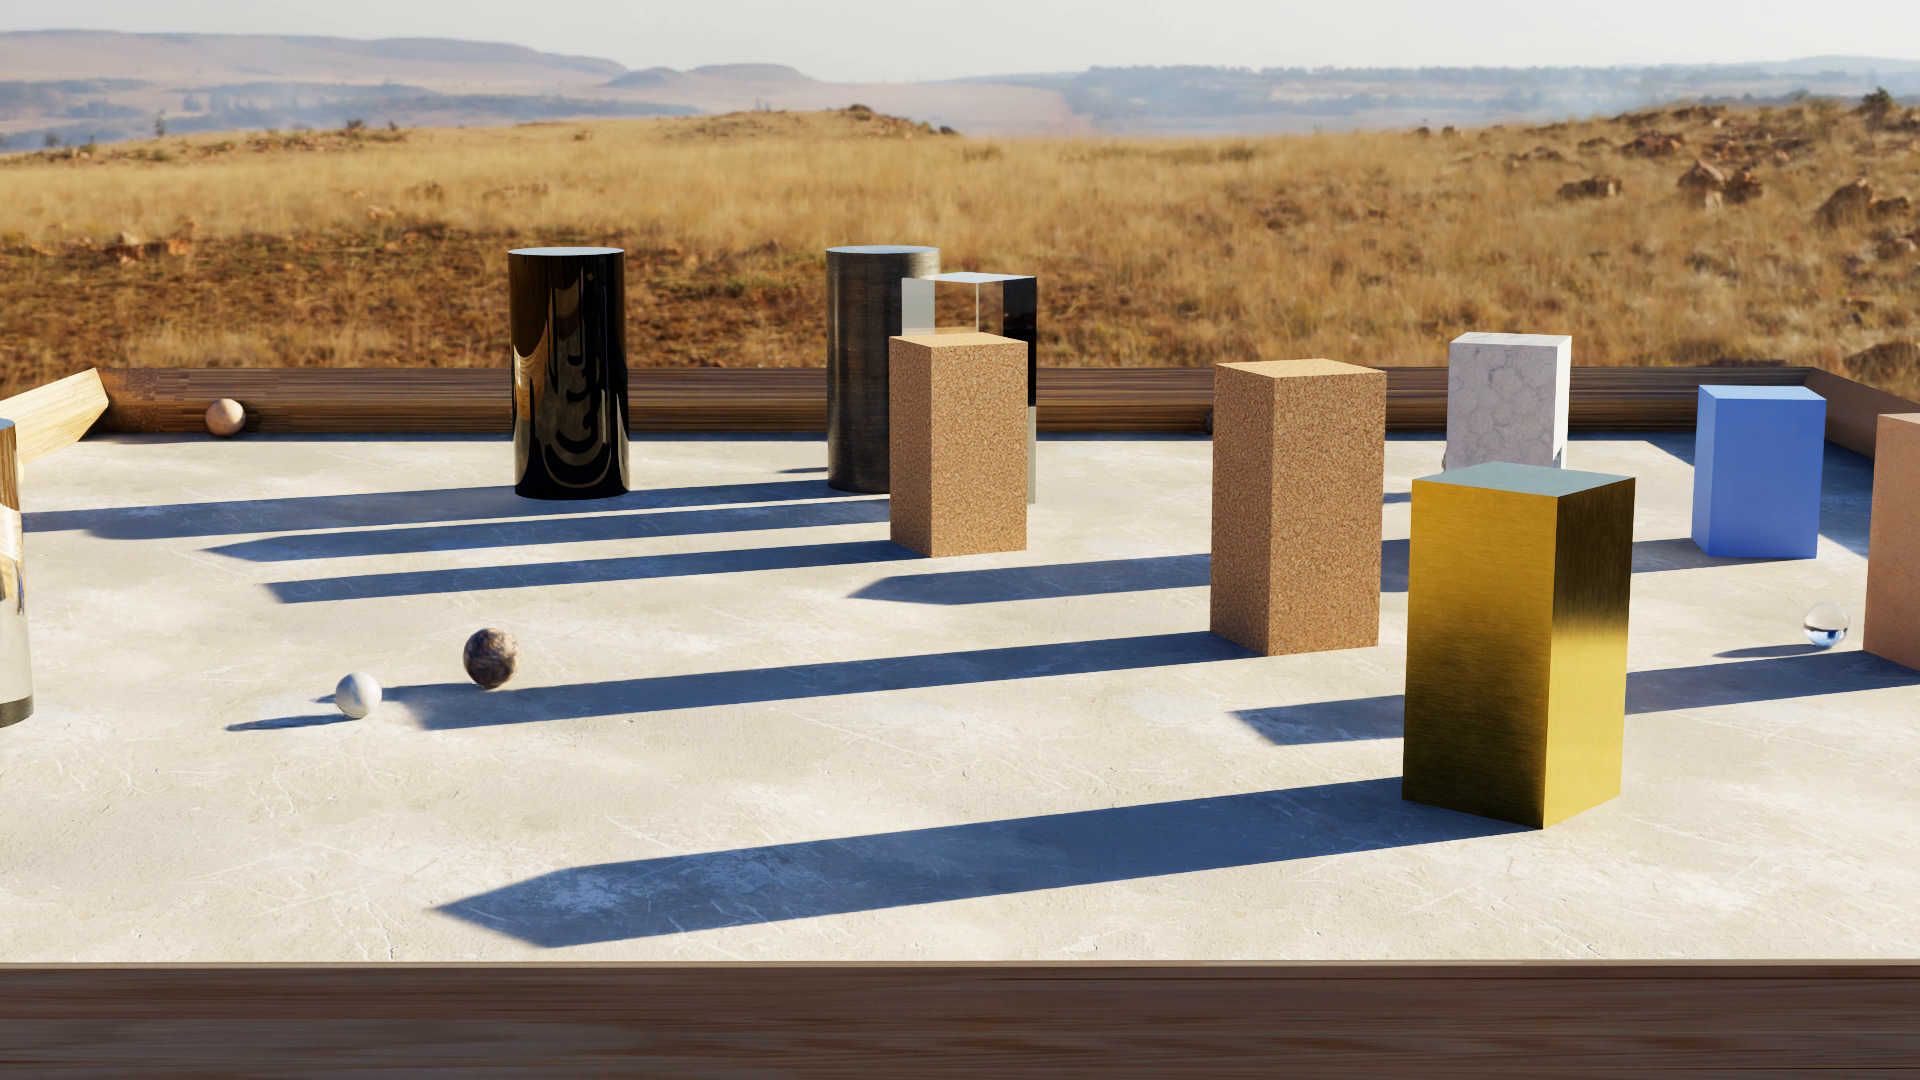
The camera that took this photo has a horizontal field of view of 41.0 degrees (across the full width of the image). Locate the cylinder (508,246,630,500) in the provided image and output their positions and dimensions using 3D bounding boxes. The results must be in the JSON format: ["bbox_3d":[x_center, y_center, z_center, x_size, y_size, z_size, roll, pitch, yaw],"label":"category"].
[{"bbox_3d":[-0.671,-0.289,4.409,0.198,0.414,0.198,0,10,0],"label":"cylinder"}]

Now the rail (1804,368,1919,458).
[{"bbox_3d":[1.699,0.031,3.458,0.045,0.129,3.469,0,10,0],"label":"rail"}]

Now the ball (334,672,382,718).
[{"bbox_3d":[-0.681,0.175,2.901,0.051,0.051,0.051,0,10,0],"label":"ball"}]

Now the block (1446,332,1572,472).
[{"bbox_3d":[0.832,-0.147,3.902,0.158,0.319,0.158,4,11,20],"label":"block"}]

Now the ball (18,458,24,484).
[{"bbox_3d":[-1.644,-0.115,4.385,0.082,0.082,0.082,0,10,0],"label":"ball"}]

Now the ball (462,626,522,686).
[{"bbox_3d":[-0.555,0.138,3.044,0.071,0.071,0.071,0,10,0],"label":"ball"}]

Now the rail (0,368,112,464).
[{"bbox_3d":[-1.699,0.035,3.439,0.045,0.129,3.469,0,10,0],"label":"rail"}]

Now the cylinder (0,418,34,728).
[{"bbox_3d":[-1.152,0.038,2.873,0.198,0.331,0.198,0,10,0],"label":"cylinder"}]

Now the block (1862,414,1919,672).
[{"bbox_3d":[1.235,0.002,3.155,0.158,0.299,0.158,-3,11,-14],"label":"block"}]

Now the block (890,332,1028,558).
[{"bbox_3d":[-0.003,-0.148,3.913,0.158,0.317,0.158,-5,12,-24],"label":"block"}]

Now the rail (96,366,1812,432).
[{"bbox_3d":[-0.010,-0.278,5.131,3.445,0.129,0.045,0,10,0],"label":"rail"}]

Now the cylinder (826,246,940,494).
[{"bbox_3d":[-0.133,-0.300,4.472,0.198,0.413,0.198,0,10,0],"label":"cylinder"}]

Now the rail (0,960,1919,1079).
[{"bbox_3d":[0.010,0.345,1.766,3.445,0.129,0.045,0,10,0],"label":"rail"}]

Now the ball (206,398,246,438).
[{"bbox_3d":[-1.452,-0.241,5.075,0.077,0.077,0.077,0,10,0],"label":"ball"}]

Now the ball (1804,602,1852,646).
[{"bbox_3d":[1.099,0.107,3.253,0.057,0.057,0.057,0,10,0],"label":"ball"}]

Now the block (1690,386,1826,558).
[{"bbox_3d":[1.211,-0.106,3.901,0.158,0.239,0.158,1,11,7],"label":"block"}]

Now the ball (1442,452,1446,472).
[{"bbox_3d":[0.881,-0.131,4.420,0.099,0.099,0.099,0,10,0],"label":"ball"}]

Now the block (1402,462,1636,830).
[{"bbox_3d":[0.556,0.099,2.556,0.158,0.326,0.158,9,14,40],"label":"block"}]

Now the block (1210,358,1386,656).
[{"bbox_3d":[0.428,-0.045,3.270,0.158,0.350,0.158,-4,11,-22],"label":"block"}]

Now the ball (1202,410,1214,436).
[{"bbox_3d":[0.507,-0.234,5.115,0.050,0.050,0.050,0,10,0],"label":"ball"}]

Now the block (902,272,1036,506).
[{"bbox_3d":[0.016,-0.247,4.273,0.158,0.381,0.158,9,14,39],"label":"block"}]
